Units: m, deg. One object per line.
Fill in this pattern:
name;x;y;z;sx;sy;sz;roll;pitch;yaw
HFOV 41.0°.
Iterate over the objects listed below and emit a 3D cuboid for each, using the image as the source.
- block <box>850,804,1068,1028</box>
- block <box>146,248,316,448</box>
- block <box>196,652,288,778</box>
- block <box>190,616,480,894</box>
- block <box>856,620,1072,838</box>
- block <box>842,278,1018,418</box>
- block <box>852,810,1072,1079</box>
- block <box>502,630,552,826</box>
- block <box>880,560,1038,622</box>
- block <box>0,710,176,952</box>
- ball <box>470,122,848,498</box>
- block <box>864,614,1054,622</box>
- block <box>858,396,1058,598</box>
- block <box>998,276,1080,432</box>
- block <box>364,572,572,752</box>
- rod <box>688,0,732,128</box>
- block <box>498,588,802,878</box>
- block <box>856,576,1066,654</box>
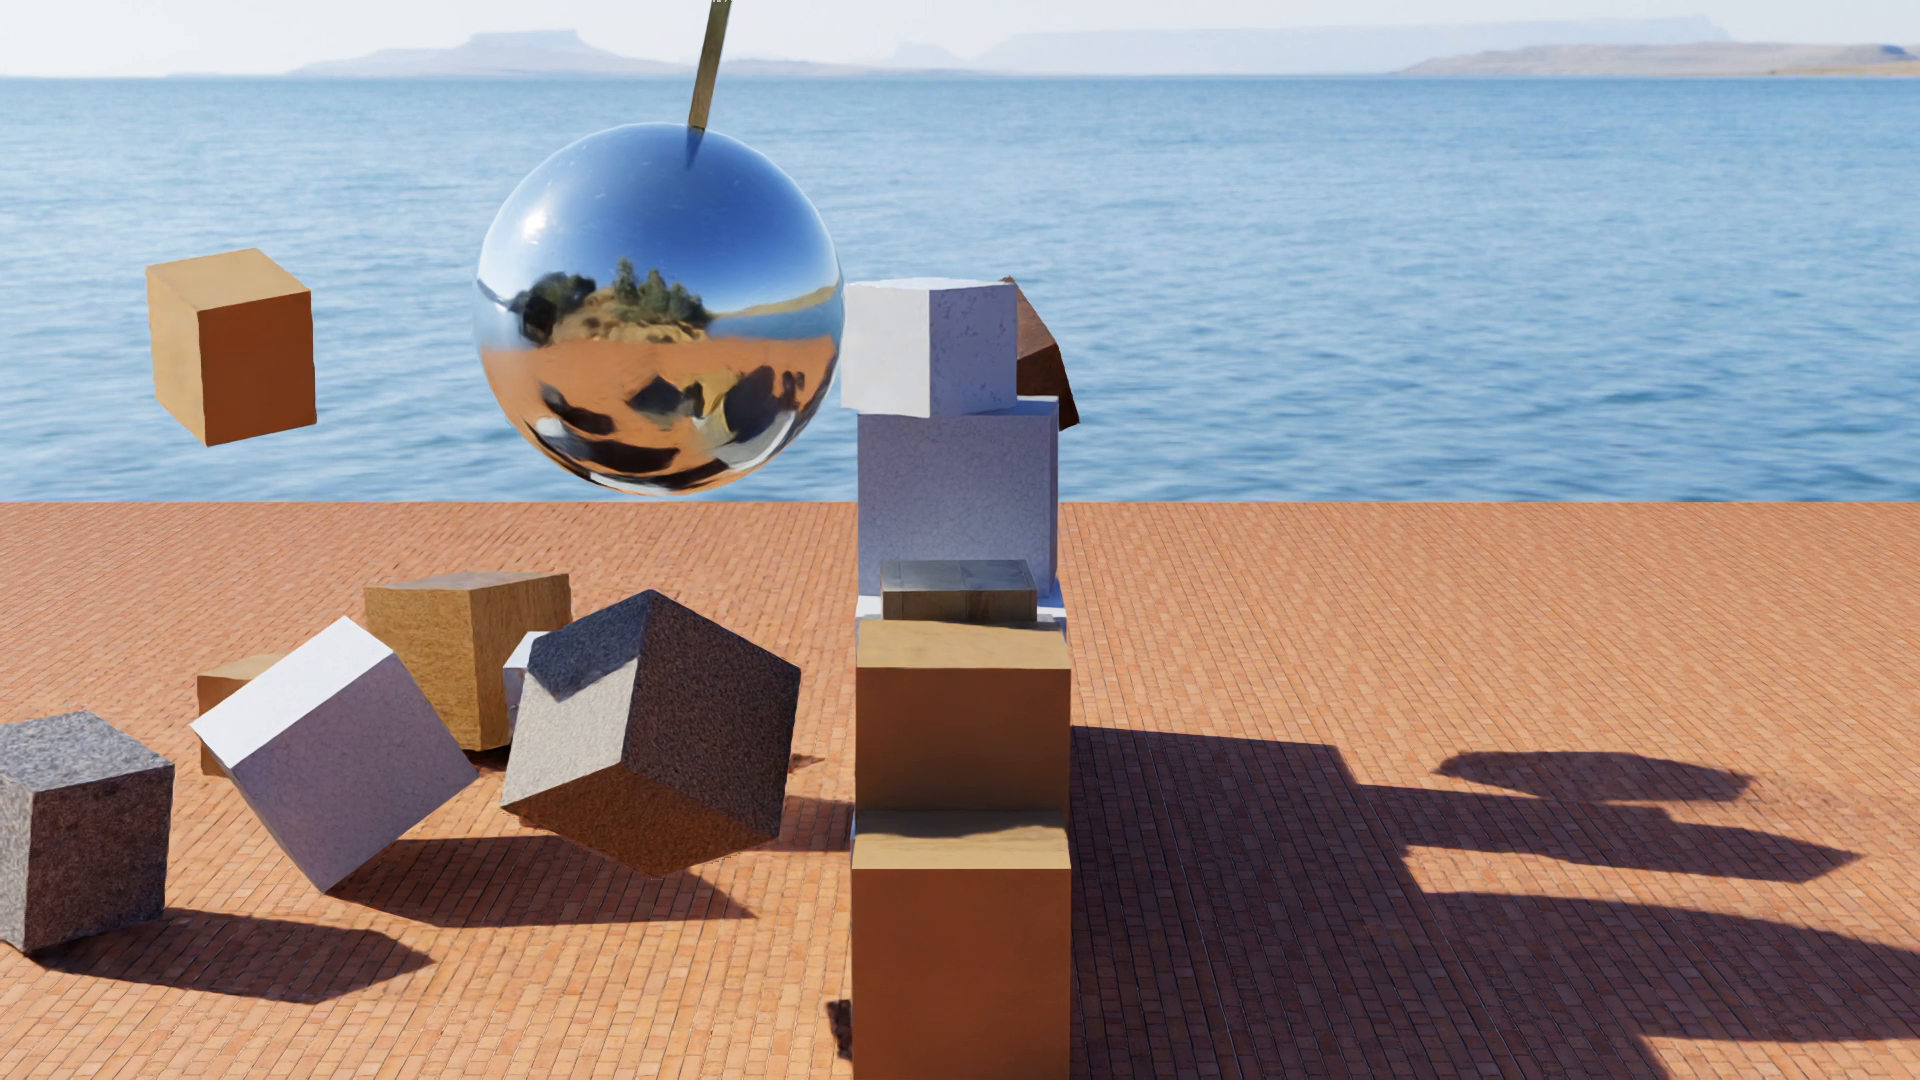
block;-0.004;1.384;9.902;0.802;0.734;0.837;0;10;0
block;-2.825;-0.753;9.951;0.450;0.562;0.499;-16;34;-35
block;-3.504;0.906;13.132;0.526;0.519;0.545;4;11;20
block;-2.802;0.942;11.477;0.842;0.709;0.840;-37;24;-17
block;0.003;0.710;9.738;0.782;0.651;0.772;0;11;-1
block;-0.150;-0.944;12.465;0.611;0.603;0.598;10;14;44
block;0.004;1.468;9.120;0.744;0.848;0.710;0;10;0
block;-1.723;0.877;12.371;0.766;0.771;0.705;-4;12;1
block;-0.014;0.464;10.484;0.609;0.656;0.641;0;10;-3
block;-3.711;1.179;10.531;0.660;0.688;0.633;21;20;36
ball;-1.283;-0.984;11.002;1.600;1.600;1.600;0;10;0
block;-0.005;0.933;11.560;0.874;1.028;0.948;0;10;0
block;0.004;-0.231;12.700;0.925;0.883;0.800;1;10;5
block;0.189;-0.899;13.577;0.577;0.552;0.693;-24;41;-5
block;-2.574;0.623;13.555;0.790;0.826;0.719;0;7;36
rod;-0.556;-4.251;10.407;0.080;5.200;0.080;12;10;-2
block;-1.159;0.745;9.687;0.707;0.708;0.764;-22;-40;39
block;0.002;0.769;12.503;0.984;1.013;0.965;0;10;0
